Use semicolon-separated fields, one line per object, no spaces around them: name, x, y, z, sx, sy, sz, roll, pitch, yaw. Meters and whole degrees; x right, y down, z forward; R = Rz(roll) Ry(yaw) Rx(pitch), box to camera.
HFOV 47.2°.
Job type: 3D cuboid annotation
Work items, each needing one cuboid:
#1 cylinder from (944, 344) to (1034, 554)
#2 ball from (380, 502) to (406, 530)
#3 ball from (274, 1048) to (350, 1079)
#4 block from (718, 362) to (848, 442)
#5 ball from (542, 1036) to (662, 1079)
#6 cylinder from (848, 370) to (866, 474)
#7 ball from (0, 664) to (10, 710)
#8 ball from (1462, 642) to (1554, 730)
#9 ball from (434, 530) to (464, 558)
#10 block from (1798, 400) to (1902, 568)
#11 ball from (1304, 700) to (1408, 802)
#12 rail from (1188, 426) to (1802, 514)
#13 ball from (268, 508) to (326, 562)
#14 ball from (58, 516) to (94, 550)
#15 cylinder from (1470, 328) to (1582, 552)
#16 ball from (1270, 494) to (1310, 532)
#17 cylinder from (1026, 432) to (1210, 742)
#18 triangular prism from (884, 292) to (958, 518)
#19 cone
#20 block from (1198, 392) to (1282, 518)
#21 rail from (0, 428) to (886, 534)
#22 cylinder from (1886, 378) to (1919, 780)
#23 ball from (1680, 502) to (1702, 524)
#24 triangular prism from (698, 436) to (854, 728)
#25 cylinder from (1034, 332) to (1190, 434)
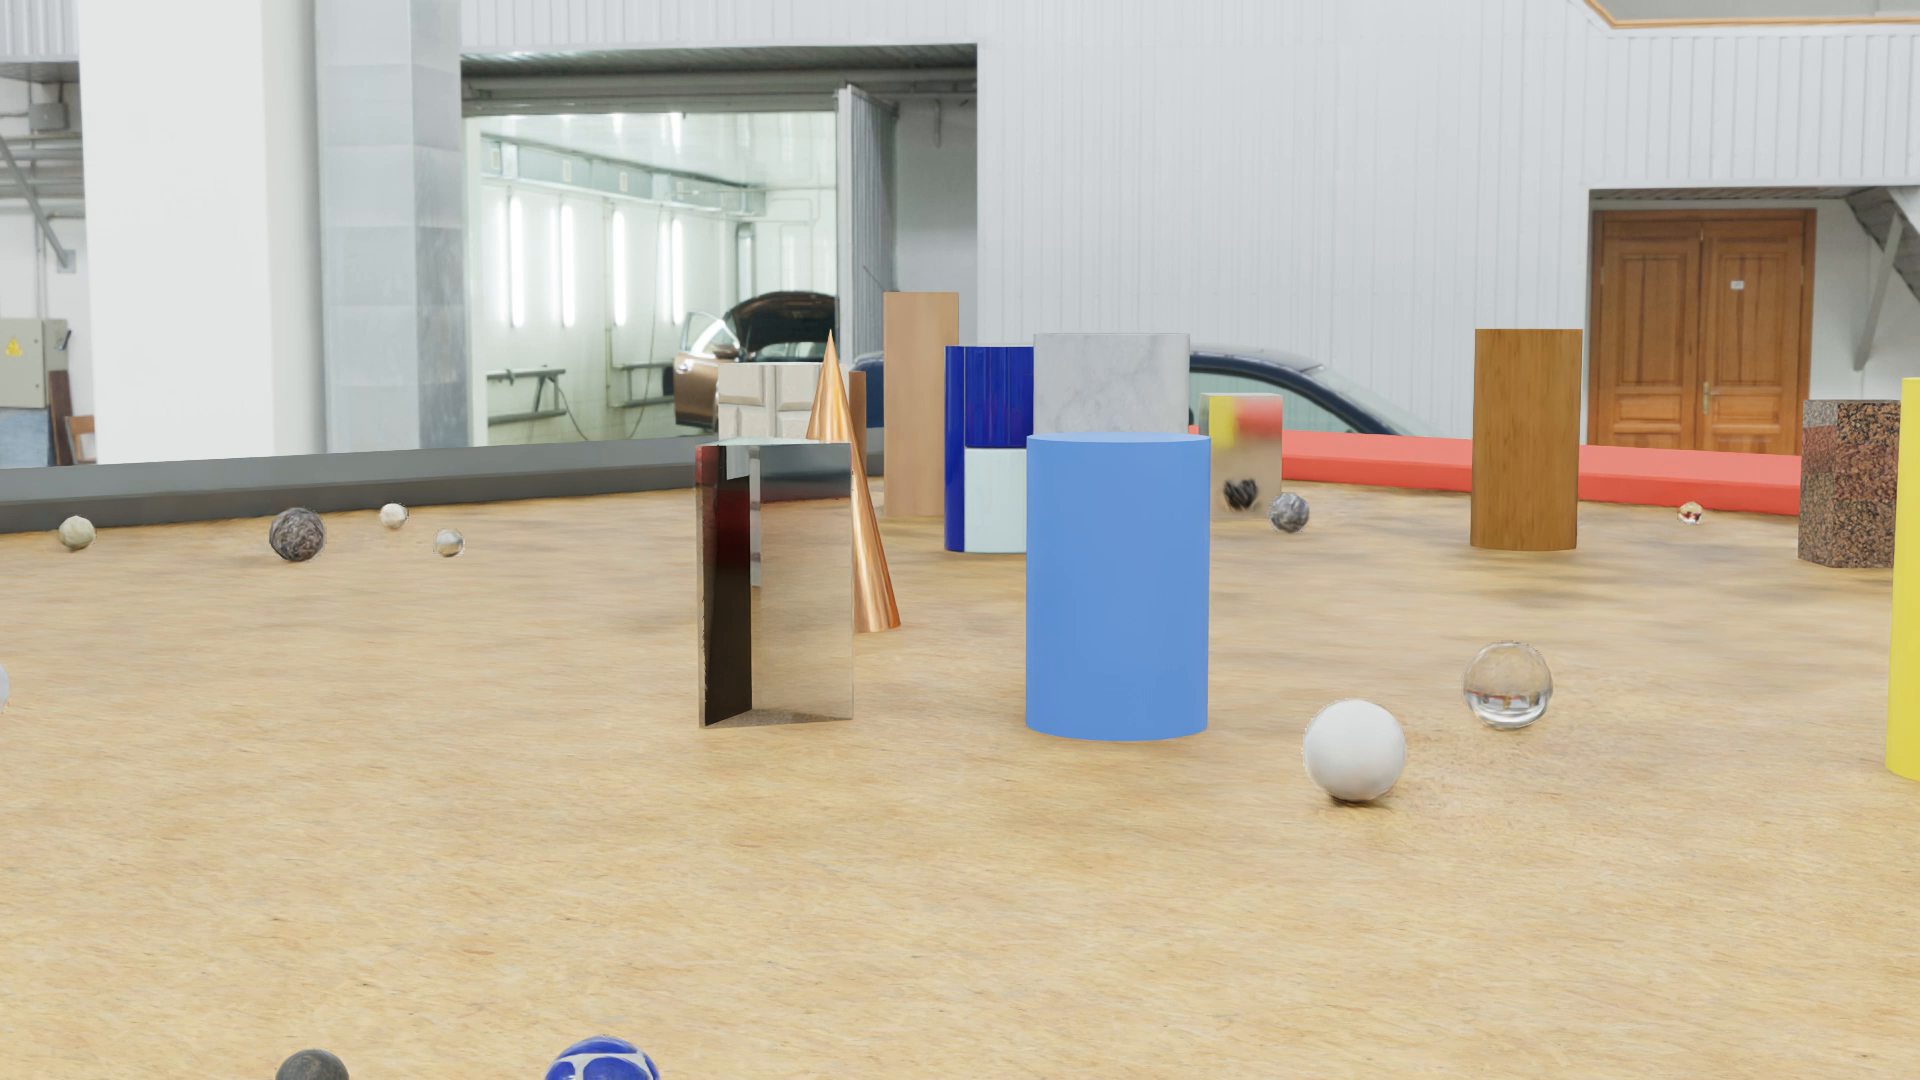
cylinder;0.068;-0.172;4.097;0.196;0.379;0.196;0;6;0
ball;-1.154;-0.049;4.479;0.054;0.054;0.054;0;6;0
ball;-0.356;0.300;1.208;0.041;0.041;0.041;0;6;0
block;-0.292;-0.114;3.650;0.157;0.356;0.157;-4;7;-35
ball;-0.188;0.293;1.152;0.065;0.065;0.065;0;6;0
cylinder;-0.308;-0.225;4.944;0.196;0.307;0.196;0;6;0
ball;-1.065;0.160;2.367;0.079;0.079;0.079;0;6;0
ball;0.582;0.155;2.335;0.094;0.094;0.094;0;6;0
ball;-0.923;0.006;3.968;0.051;0.051;0.051;0;6;0
block;1.587;-0.101;3.869;0.157;0.285;0.157;0;6;0
ball;0.359;0.191;1.999;0.092;0.092;0.092;0;6;0
rail;1.693;-0.129;4.886;0.045;0.127;4.151;-5;8;-42
ball;-1.175;-0.009;3.899;0.096;0.096;0.096;0;6;0
ball;-1.647;-0.013;4.099;0.062;0.062;0.062;0;6;0
cylinder;1.068;-0.193;4.149;0.196;0.409;0.196;0;6;0
ball;0.661;-0.054;4.406;0.079;0.079;0.079;0;6;0
cylinder;0.169;0.044;2.360;0.196;0.310;0.196;0;6;0
triangular prism;-0.108;-0.299;4.814;0.170;0.483;0.147;-2;6;-21
cone;-0.182;-0.088;3.107;0.196;0.418;0.196;0;6;0
block;0.606;-0.185;4.772;0.157;0.263;0.157;0;6;-2
rail;-1.391;-0.124;4.832;4.655;0.127;0.045;-5;8;-42
cylinder;1.000;0.036;2.104;0.196;0.378;0.196;0;6;0
ball;1.523;-0.056;4.584;0.047;0.047;0.047;0;6;0
triangular prism;-0.220;0.041;2.426;0.170;0.302;0.147;-2;6;-19
cylinder;0.190;-0.053;2.784;0.196;0.415;0.196;0;6;0
